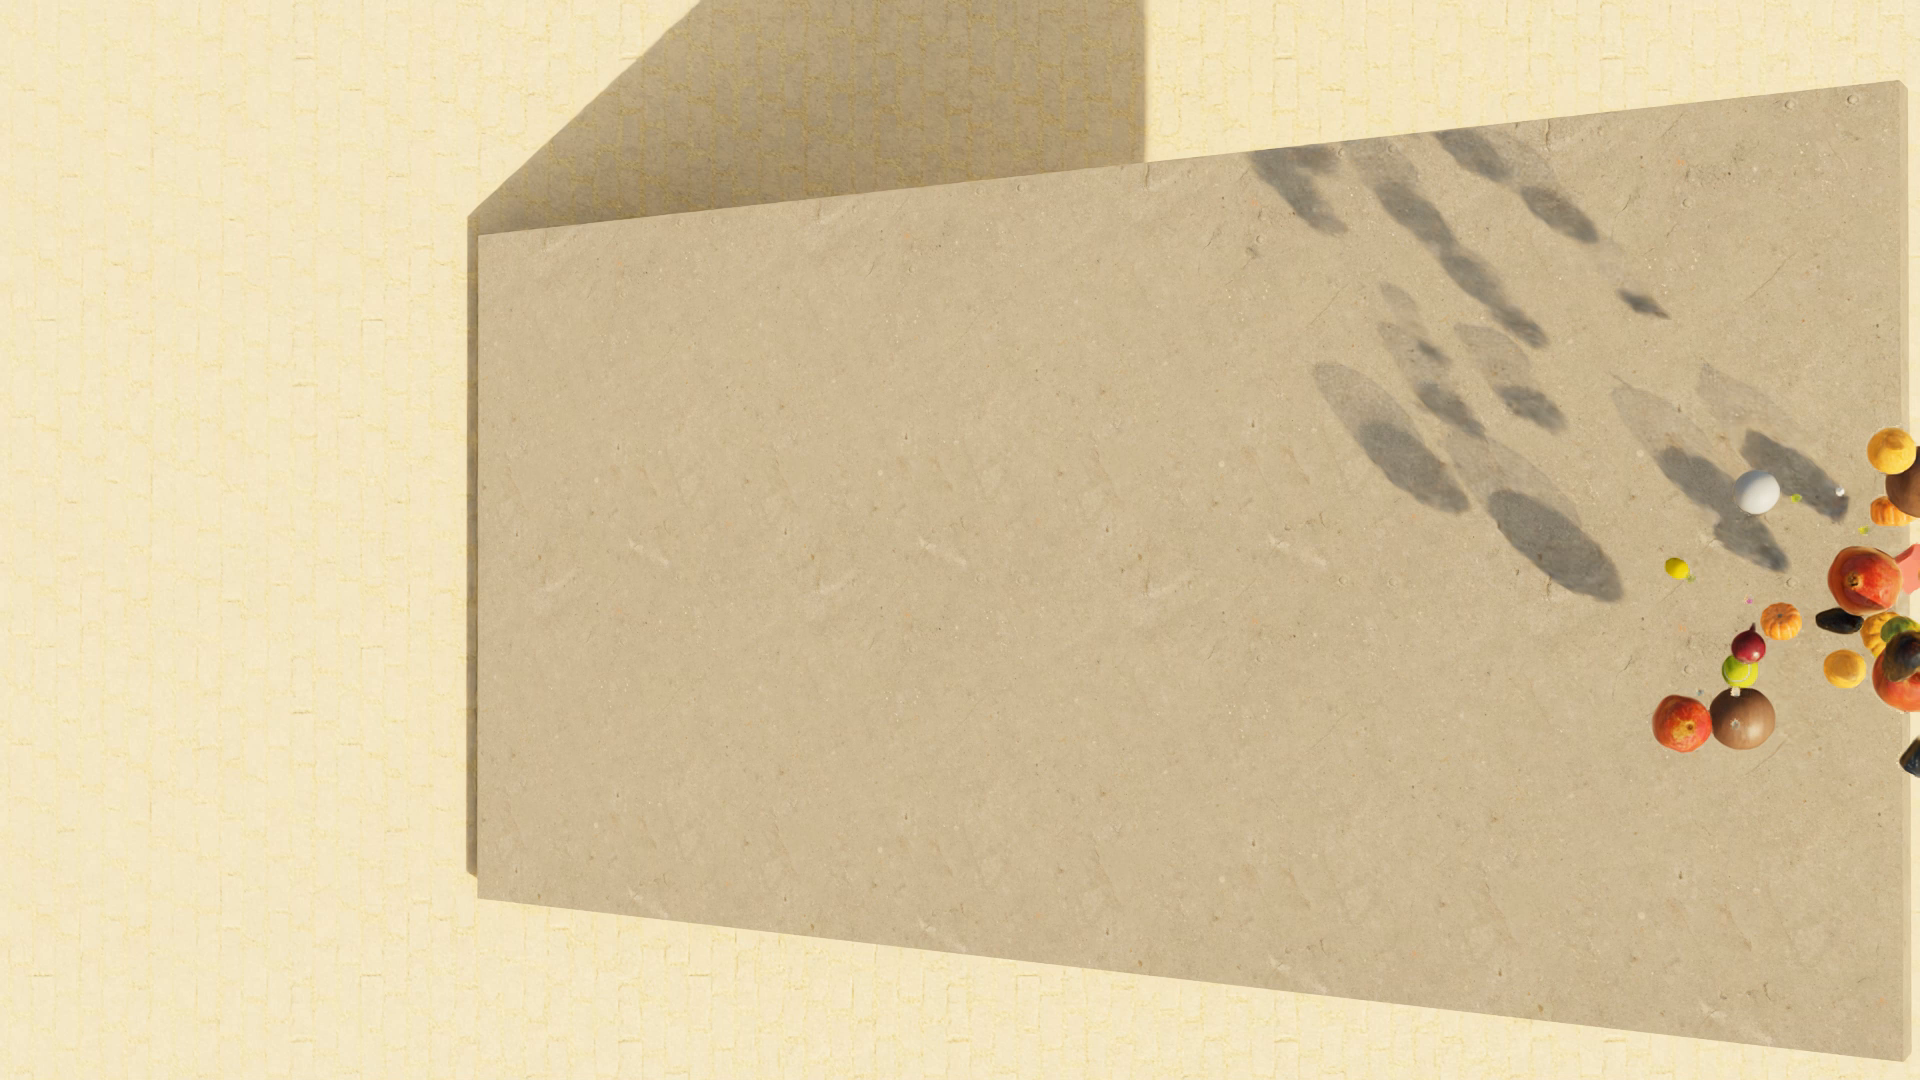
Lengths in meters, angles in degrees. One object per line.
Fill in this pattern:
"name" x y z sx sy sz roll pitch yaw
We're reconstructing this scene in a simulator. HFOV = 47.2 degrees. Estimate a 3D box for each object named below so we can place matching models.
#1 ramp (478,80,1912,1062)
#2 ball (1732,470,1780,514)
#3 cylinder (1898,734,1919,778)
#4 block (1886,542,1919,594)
"ramp" 0.258 0.071 5.596 4.000 0.100 2.000 0 89 33
"ball" 1.543 -0.094 4.262 0.085 0.085 0.085 0 89 0
"cylinder" 1.612 0.364 3.686 0.053 0.053 0.053 25 115 0
"block" 1.889 0.057 4.360 0.062 0.062 0.062 47 131 4
